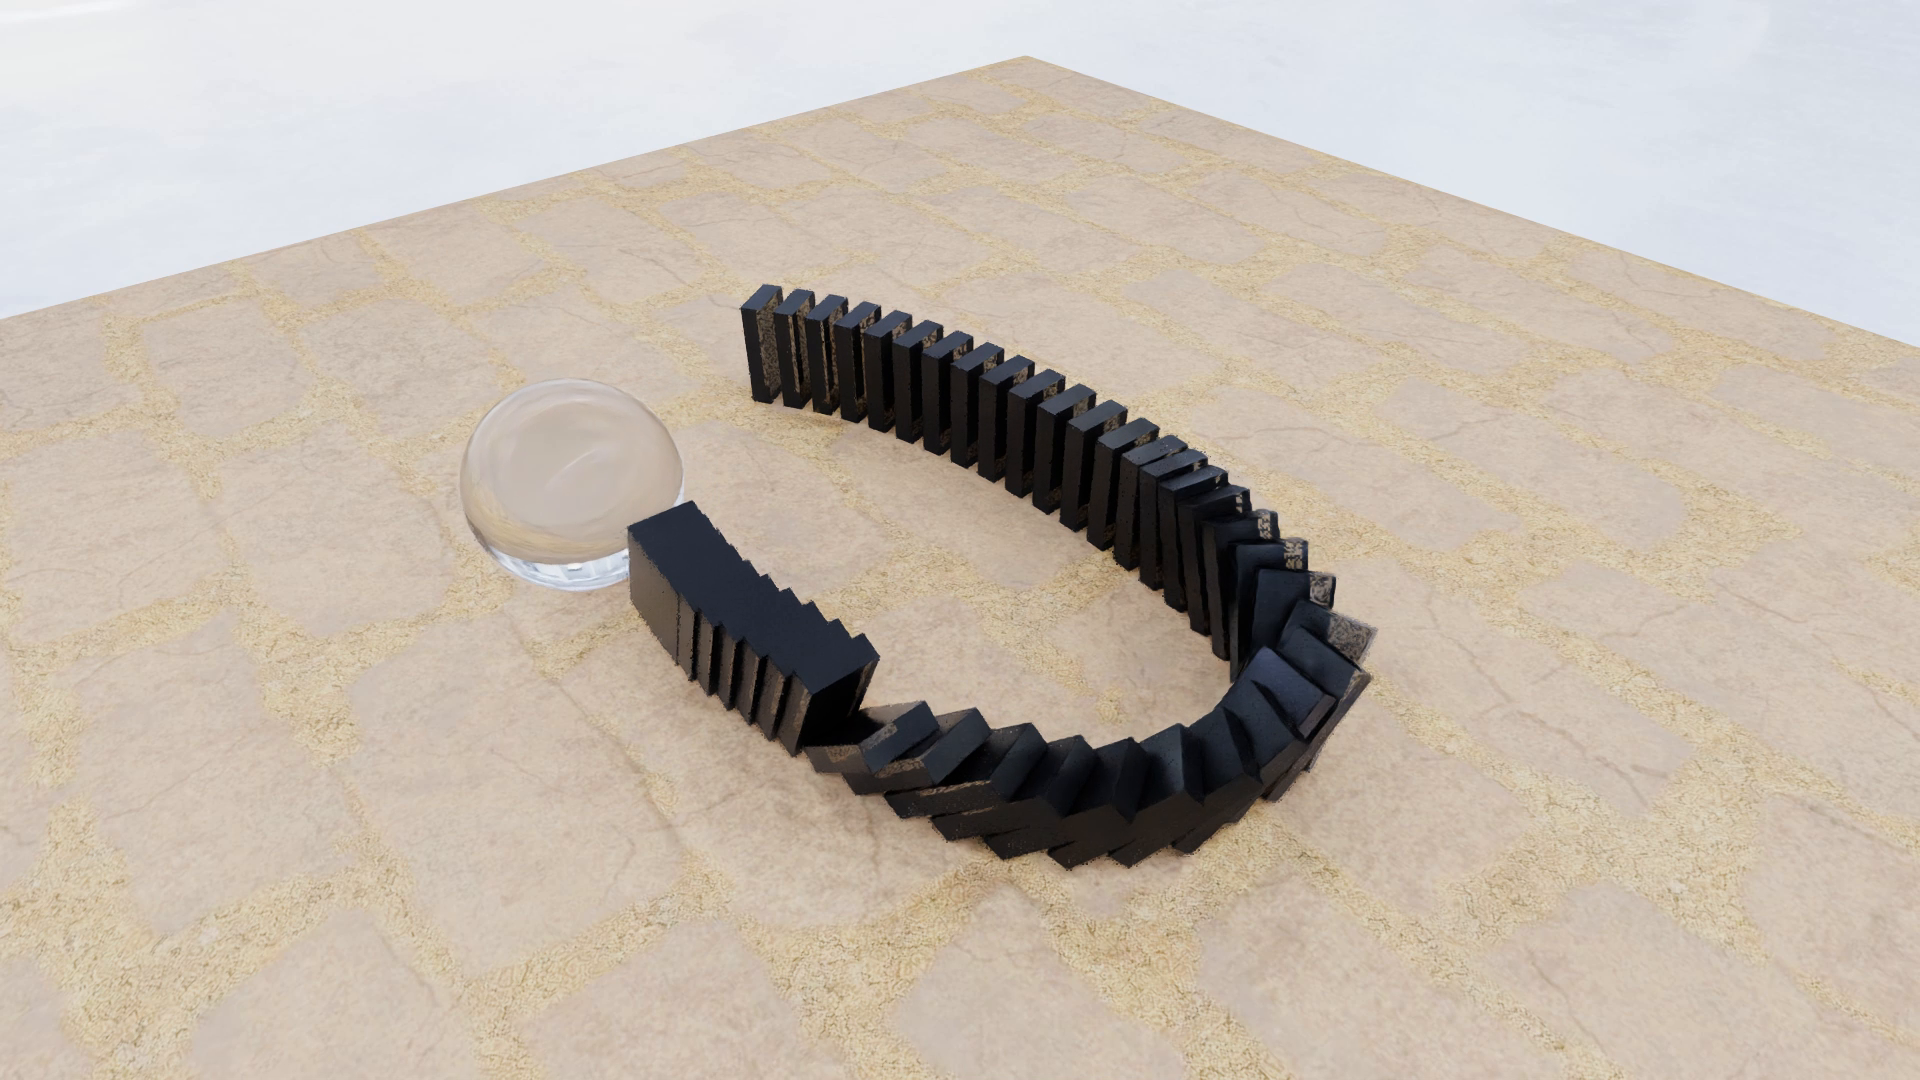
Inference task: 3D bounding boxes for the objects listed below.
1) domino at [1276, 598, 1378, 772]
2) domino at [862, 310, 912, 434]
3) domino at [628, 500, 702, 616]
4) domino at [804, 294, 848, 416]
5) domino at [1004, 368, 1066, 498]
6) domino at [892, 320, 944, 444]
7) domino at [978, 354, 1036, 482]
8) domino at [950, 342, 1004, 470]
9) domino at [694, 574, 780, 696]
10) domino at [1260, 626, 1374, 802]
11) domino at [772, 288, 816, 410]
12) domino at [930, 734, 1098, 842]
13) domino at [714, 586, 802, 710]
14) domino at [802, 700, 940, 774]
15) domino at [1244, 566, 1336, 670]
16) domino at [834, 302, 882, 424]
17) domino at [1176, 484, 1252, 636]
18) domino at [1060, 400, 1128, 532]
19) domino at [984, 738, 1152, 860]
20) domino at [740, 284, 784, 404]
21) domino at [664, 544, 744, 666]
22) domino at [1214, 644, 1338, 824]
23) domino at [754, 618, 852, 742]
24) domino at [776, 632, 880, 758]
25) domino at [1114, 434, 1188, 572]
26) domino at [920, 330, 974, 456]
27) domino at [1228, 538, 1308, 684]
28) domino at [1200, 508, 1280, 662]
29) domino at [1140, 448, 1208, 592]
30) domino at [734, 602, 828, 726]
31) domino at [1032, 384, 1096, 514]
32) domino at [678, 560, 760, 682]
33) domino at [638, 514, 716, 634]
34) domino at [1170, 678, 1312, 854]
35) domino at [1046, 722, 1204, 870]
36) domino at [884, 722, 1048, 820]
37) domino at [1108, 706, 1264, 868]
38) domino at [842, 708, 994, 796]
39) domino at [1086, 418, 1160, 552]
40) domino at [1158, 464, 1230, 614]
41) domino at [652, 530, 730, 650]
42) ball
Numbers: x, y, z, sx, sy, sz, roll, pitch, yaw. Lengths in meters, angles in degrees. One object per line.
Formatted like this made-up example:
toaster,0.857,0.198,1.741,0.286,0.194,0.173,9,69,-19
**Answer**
domino,0.112,0.047,0.358,0.025,0.050,0.010,27,9,27
domino,-0.032,-0.077,0.506,0.009,0.050,0.025,22,44,24
domino,-0.107,0.008,0.402,0.025,0.050,0.010,-26,67,-28
domino,-0.061,-0.087,0.517,0.009,0.050,0.025,14,41,17
domino,0.032,-0.045,0.466,0.009,0.050,0.025,32,49,33
domino,-0.019,-0.071,0.499,0.009,0.050,0.025,24,45,26
domino,0.020,-0.052,0.475,0.009,0.050,0.025,30,48,31
domino,0.007,-0.059,0.483,0.009,0.050,0.025,28,47,30
domino,-0.075,0.033,0.371,0.025,0.050,0.009,-26,67,-28
domino,0.104,0.055,0.348,0.009,0.050,0.025,18,20,-50
domino,-0.076,-0.090,0.522,0.010,0.050,0.025,12,41,14
domino,0.016,0.074,0.328,0.050,0.010,0.025,-25,18,44
domino,-0.067,0.037,0.366,0.025,0.050,0.010,-26,67,-28
domino,-0.029,0.062,0.342,0.025,0.009,0.050,-30,4,-28
domino,0.110,0.035,0.371,0.025,0.050,0.009,6,6,7
domino,-0.046,-0.082,0.512,0.010,0.050,0.025,19,43,22
domino,0.095,0.007,0.403,0.025,0.050,0.010,-17,20,-19
domino,0.054,-0.030,0.448,0.025,0.050,0.009,-29,47,-31
domino,0.031,0.077,0.325,0.050,0.009,0.025,-29,21,39
domino,-0.092,-0.093,0.526,0.009,0.050,0.025,11,41,13
domino,-0.089,0.023,0.383,0.025,0.050,0.009,-26,67,-28
domino,0.091,0.060,0.343,0.010,0.050,0.025,22,16,-48
domino,-0.051,0.046,0.356,0.025,0.050,0.009,-27,69,-29
domino,-0.043,0.050,0.350,0.025,0.050,0.009,-28,69,-29
domino,0.074,-0.014,0.428,0.025,0.050,0.009,-23,42,-26
domino,-0.005,-0.065,0.491,0.010,0.050,0.025,26,46,28
domino,0.107,0.025,0.383,0.025,0.050,0.009,-3,8,-4
domino,0.102,0.016,0.393,0.025,0.050,0.010,-11,13,-13
domino,0.081,-0.007,0.420,0.025,0.050,0.009,-21,34,-23
domino,-0.059,0.041,0.361,0.025,0.050,0.010,-26,67,-28
domino,0.043,-0.037,0.457,0.025,0.050,0.010,-31,48,-32
domino,-0.083,0.028,0.377,0.025,0.050,0.010,-26,67,-28
domino,-0.101,0.013,0.396,0.025,0.050,0.010,-26,67,-28
domino,0.079,0.069,0.333,0.010,0.050,0.025,29,21,-39
domino,0.048,0.076,0.325,0.050,0.009,0.025,-35,27,30
domino,0.001,0.070,0.333,0.050,0.009,0.025,-22,17,47
domino,0.064,0.074,0.328,0.010,0.050,0.025,36,28,-29
domino,-0.014,0.065,0.338,0.025,0.009,0.050,-36,7,-36
domino,0.065,-0.022,0.438,0.025,0.050,0.009,-27,46,-29
domino,0.088,0.000,0.411,0.025,0.050,0.010,-19,27,-22
domino,-0.095,0.018,0.389,0.025,0.050,0.010,-26,67,-28
ball,-0.144,-0.021,0.413,0.080,0.080,0.080,0,39,0
